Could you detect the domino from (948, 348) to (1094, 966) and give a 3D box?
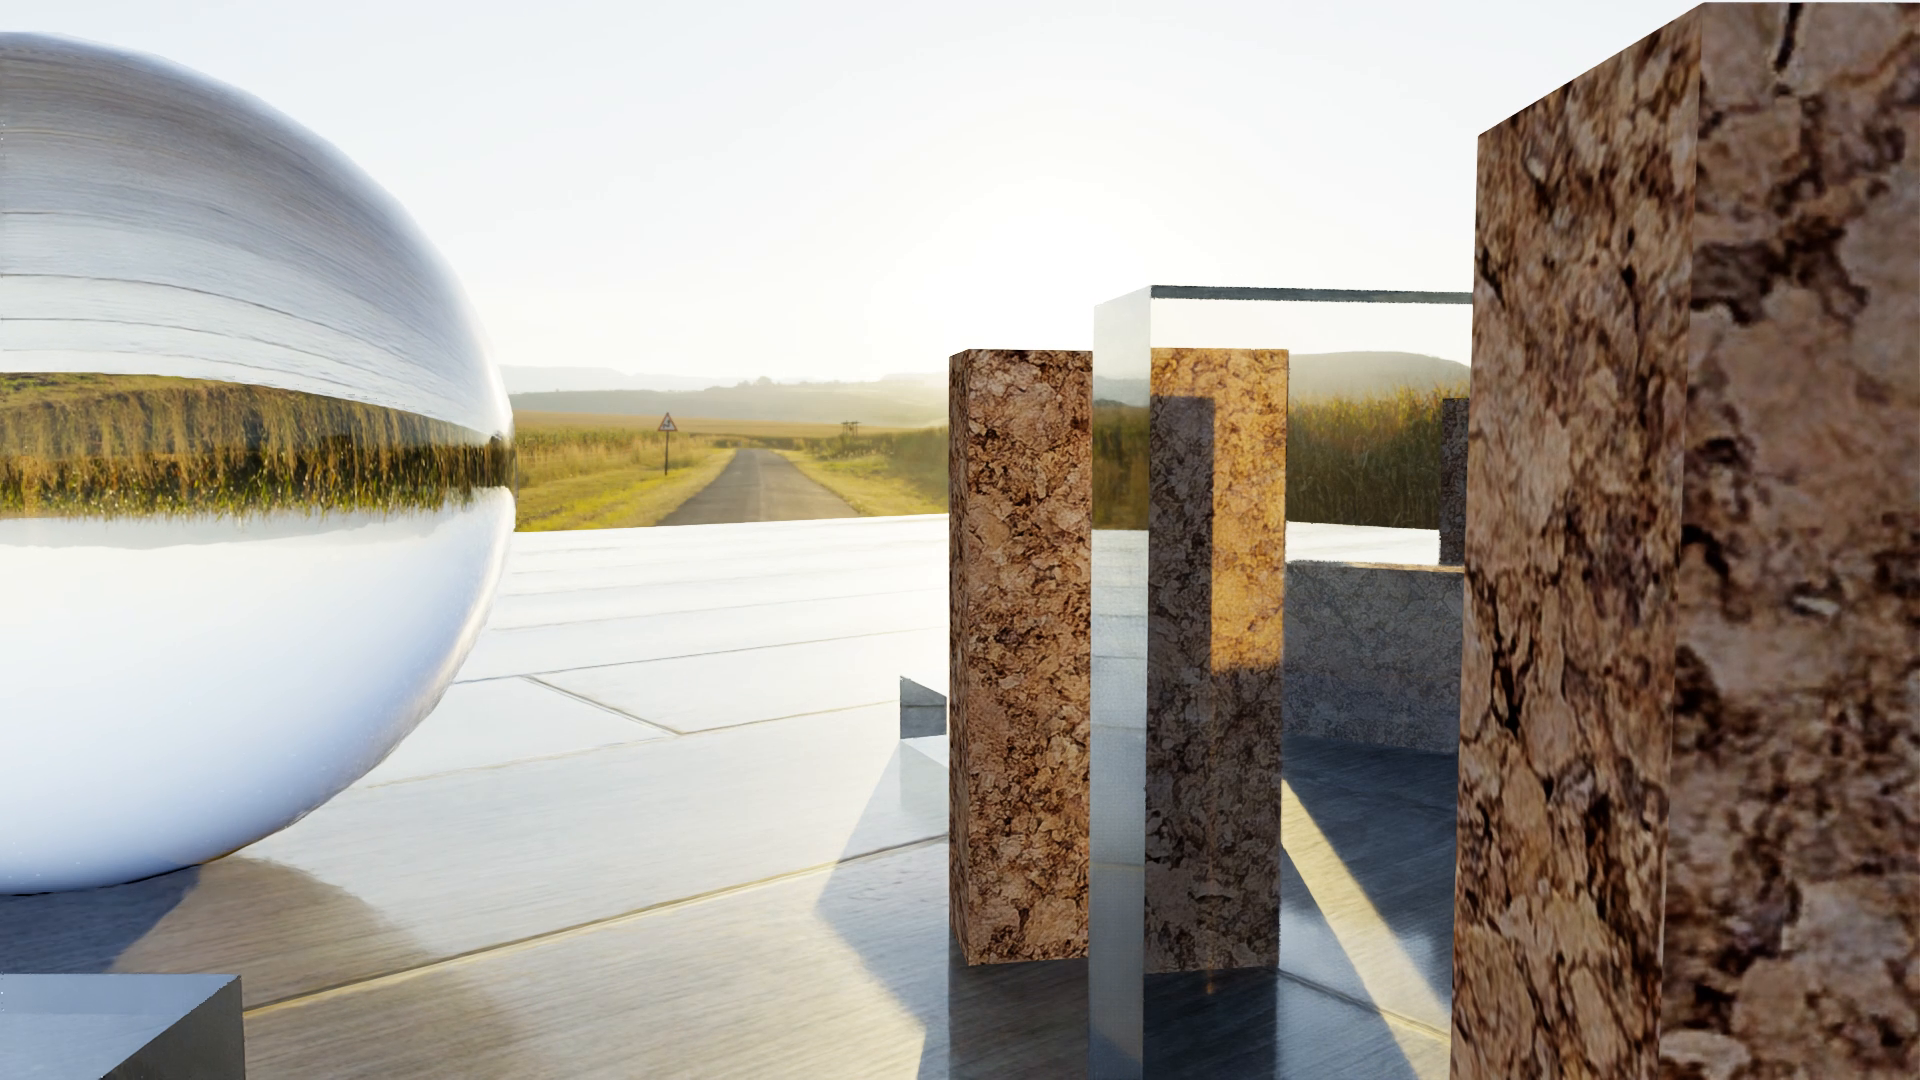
[{"bbox_3d":[0.012,0.009,0.110,0.025,0.050,0.010,-1,4,-10],"label":"domino"}]

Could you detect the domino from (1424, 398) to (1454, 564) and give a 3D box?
[{"bbox_3d":[0.090,0.001,0.227,0.009,0.050,0.025,3,5,34],"label":"domino"}]

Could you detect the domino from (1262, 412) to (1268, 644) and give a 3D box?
[{"bbox_3d":[0.053,-0.001,0.244,0.009,0.050,0.025,1,4,14],"label":"domino"}]

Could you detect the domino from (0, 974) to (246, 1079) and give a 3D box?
[{"bbox_3d":[-0.057,0.034,0.055,0.025,0.010,0.050,0,4,0],"label":"domino"}]

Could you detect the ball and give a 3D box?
[{"bbox_3d":[-0.085,-0.007,0.124,0.080,0.080,0.080,0,4,0],"label":"ball"}]

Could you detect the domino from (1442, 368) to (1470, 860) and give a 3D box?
[{"bbox_3d":[0.058,0.009,0.121,0.009,0.050,0.025,-1,4,-14],"label":"domino"}]

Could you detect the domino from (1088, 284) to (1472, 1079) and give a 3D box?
[{"bbox_3d":[0.020,0.012,0.069,0.025,0.050,0.009,-1,4,-11],"label":"domino"}]

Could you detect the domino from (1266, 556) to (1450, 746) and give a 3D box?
[{"bbox_3d":[0.070,0.016,0.184,0.050,0.025,0.009,3,5,31],"label":"domino"}]

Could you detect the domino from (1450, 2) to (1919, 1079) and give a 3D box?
[{"bbox_3d":[0.025,0.015,0.028,0.025,0.050,0.010,0,4,0],"label":"domino"}]

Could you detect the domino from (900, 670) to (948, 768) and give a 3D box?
[{"bbox_3d":[0.013,0.025,0.167,0.025,0.010,0.050,-2,5,-23],"label":"domino"}]
